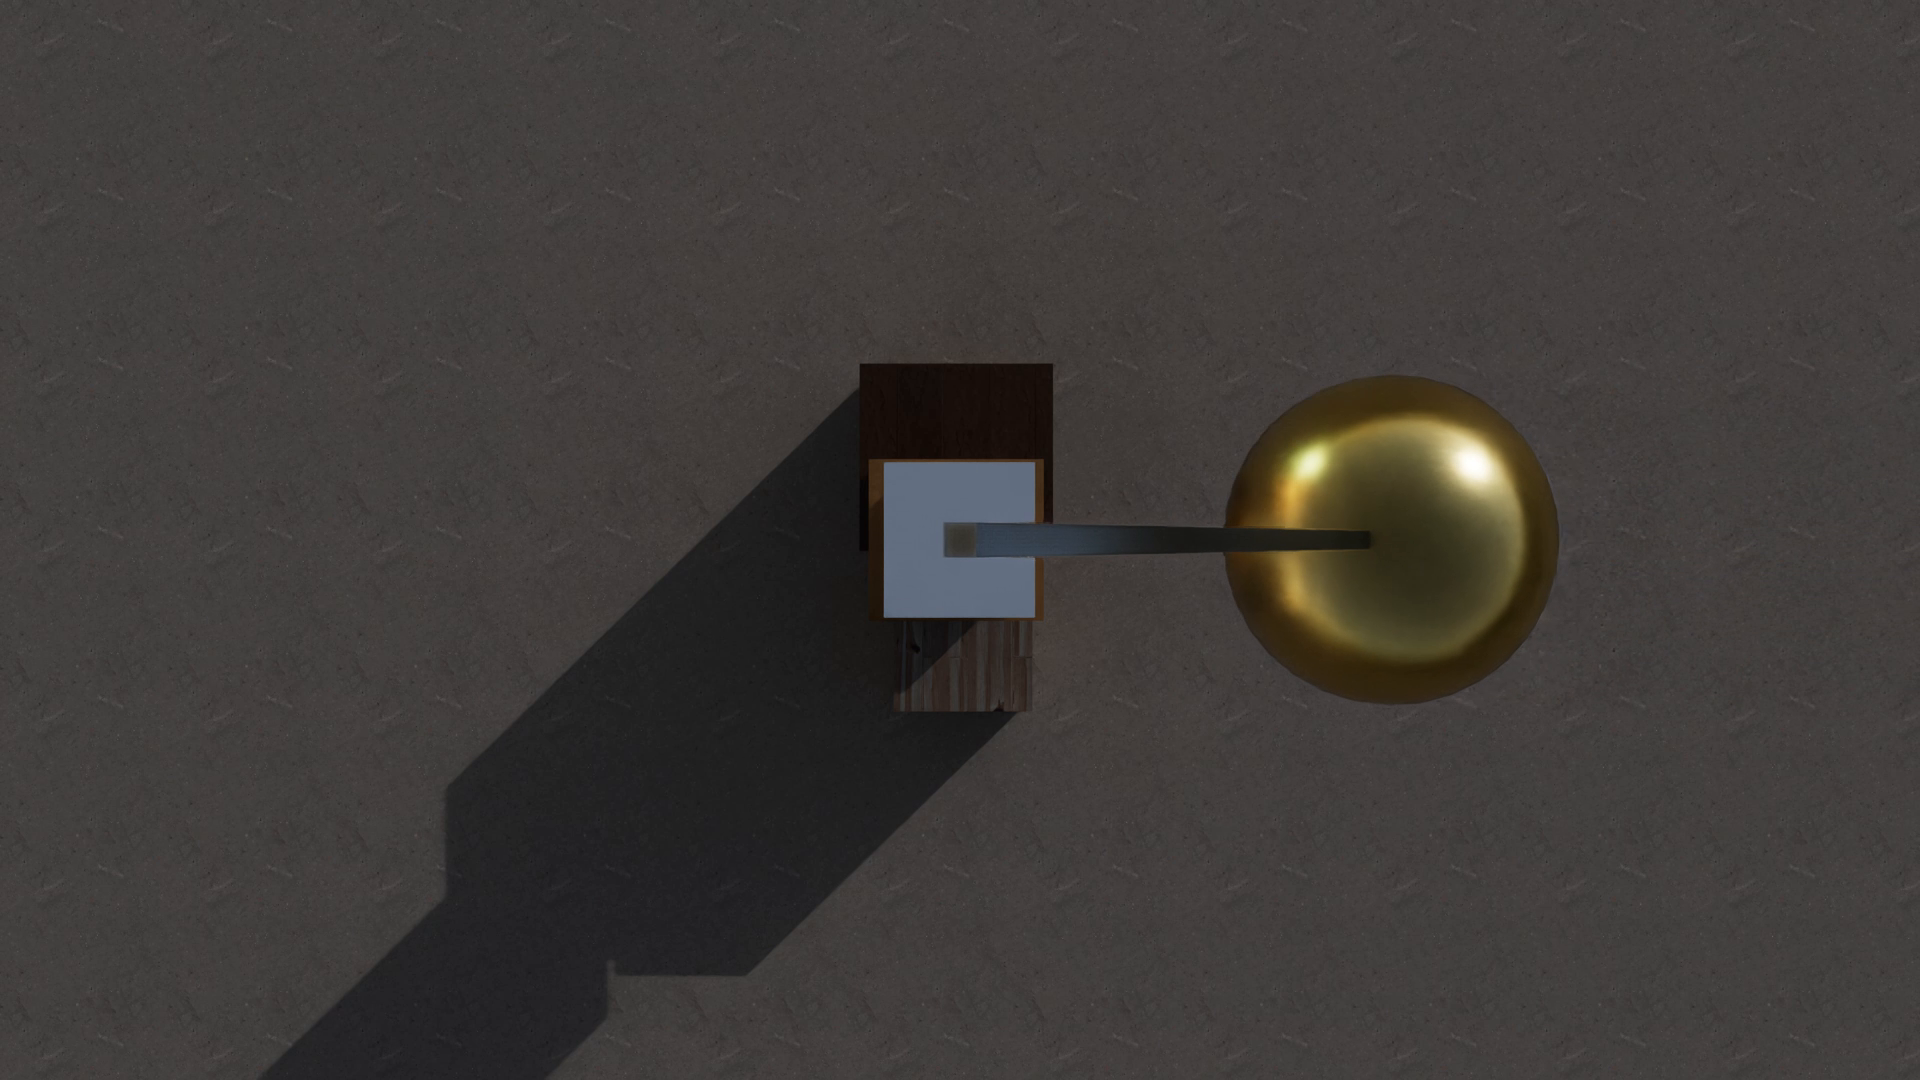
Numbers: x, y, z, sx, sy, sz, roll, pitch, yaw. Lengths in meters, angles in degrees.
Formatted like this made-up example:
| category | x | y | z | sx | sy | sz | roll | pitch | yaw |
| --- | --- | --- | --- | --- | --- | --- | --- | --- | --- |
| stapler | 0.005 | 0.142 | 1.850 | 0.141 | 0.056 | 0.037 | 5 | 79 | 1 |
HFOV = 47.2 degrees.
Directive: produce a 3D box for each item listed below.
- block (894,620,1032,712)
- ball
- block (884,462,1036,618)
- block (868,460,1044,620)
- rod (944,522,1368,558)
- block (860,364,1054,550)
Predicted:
| category | x | y | z | sx | sy | sz | roll | pitch | yaw |
| --- | --- | --- | --- | --- | --- | --- | --- | --- | --- |
| block | 0.017 | 0.514 | 12.643 | 0.776 | 0.714 | 0.888 | 0 | 90 | 0 |
| ball | 2.074 | 0.000 | 10.633 | 1.600 | 1.600 | 1.600 | 0 | 90 | 0 |
| block | -0.002 | 0.000 | 10.000 | 0.665 | 0.658 | 0.682 | 0 | 90 | 0 |
| block | -0.019 | 0.000 | 11.438 | 0.870 | 0.994 | 0.805 | 0 | 90 | 0 |
| rod | 0.899 | 0.000 | 7.443 | 0.080 | 5.200 | 0.080 | 0 | 90 | 20 |
| block | -0.020 | -0.449 | 12.467 | 1.051 | 1.066 | 1.017 | 0 | 90 | 0 |
